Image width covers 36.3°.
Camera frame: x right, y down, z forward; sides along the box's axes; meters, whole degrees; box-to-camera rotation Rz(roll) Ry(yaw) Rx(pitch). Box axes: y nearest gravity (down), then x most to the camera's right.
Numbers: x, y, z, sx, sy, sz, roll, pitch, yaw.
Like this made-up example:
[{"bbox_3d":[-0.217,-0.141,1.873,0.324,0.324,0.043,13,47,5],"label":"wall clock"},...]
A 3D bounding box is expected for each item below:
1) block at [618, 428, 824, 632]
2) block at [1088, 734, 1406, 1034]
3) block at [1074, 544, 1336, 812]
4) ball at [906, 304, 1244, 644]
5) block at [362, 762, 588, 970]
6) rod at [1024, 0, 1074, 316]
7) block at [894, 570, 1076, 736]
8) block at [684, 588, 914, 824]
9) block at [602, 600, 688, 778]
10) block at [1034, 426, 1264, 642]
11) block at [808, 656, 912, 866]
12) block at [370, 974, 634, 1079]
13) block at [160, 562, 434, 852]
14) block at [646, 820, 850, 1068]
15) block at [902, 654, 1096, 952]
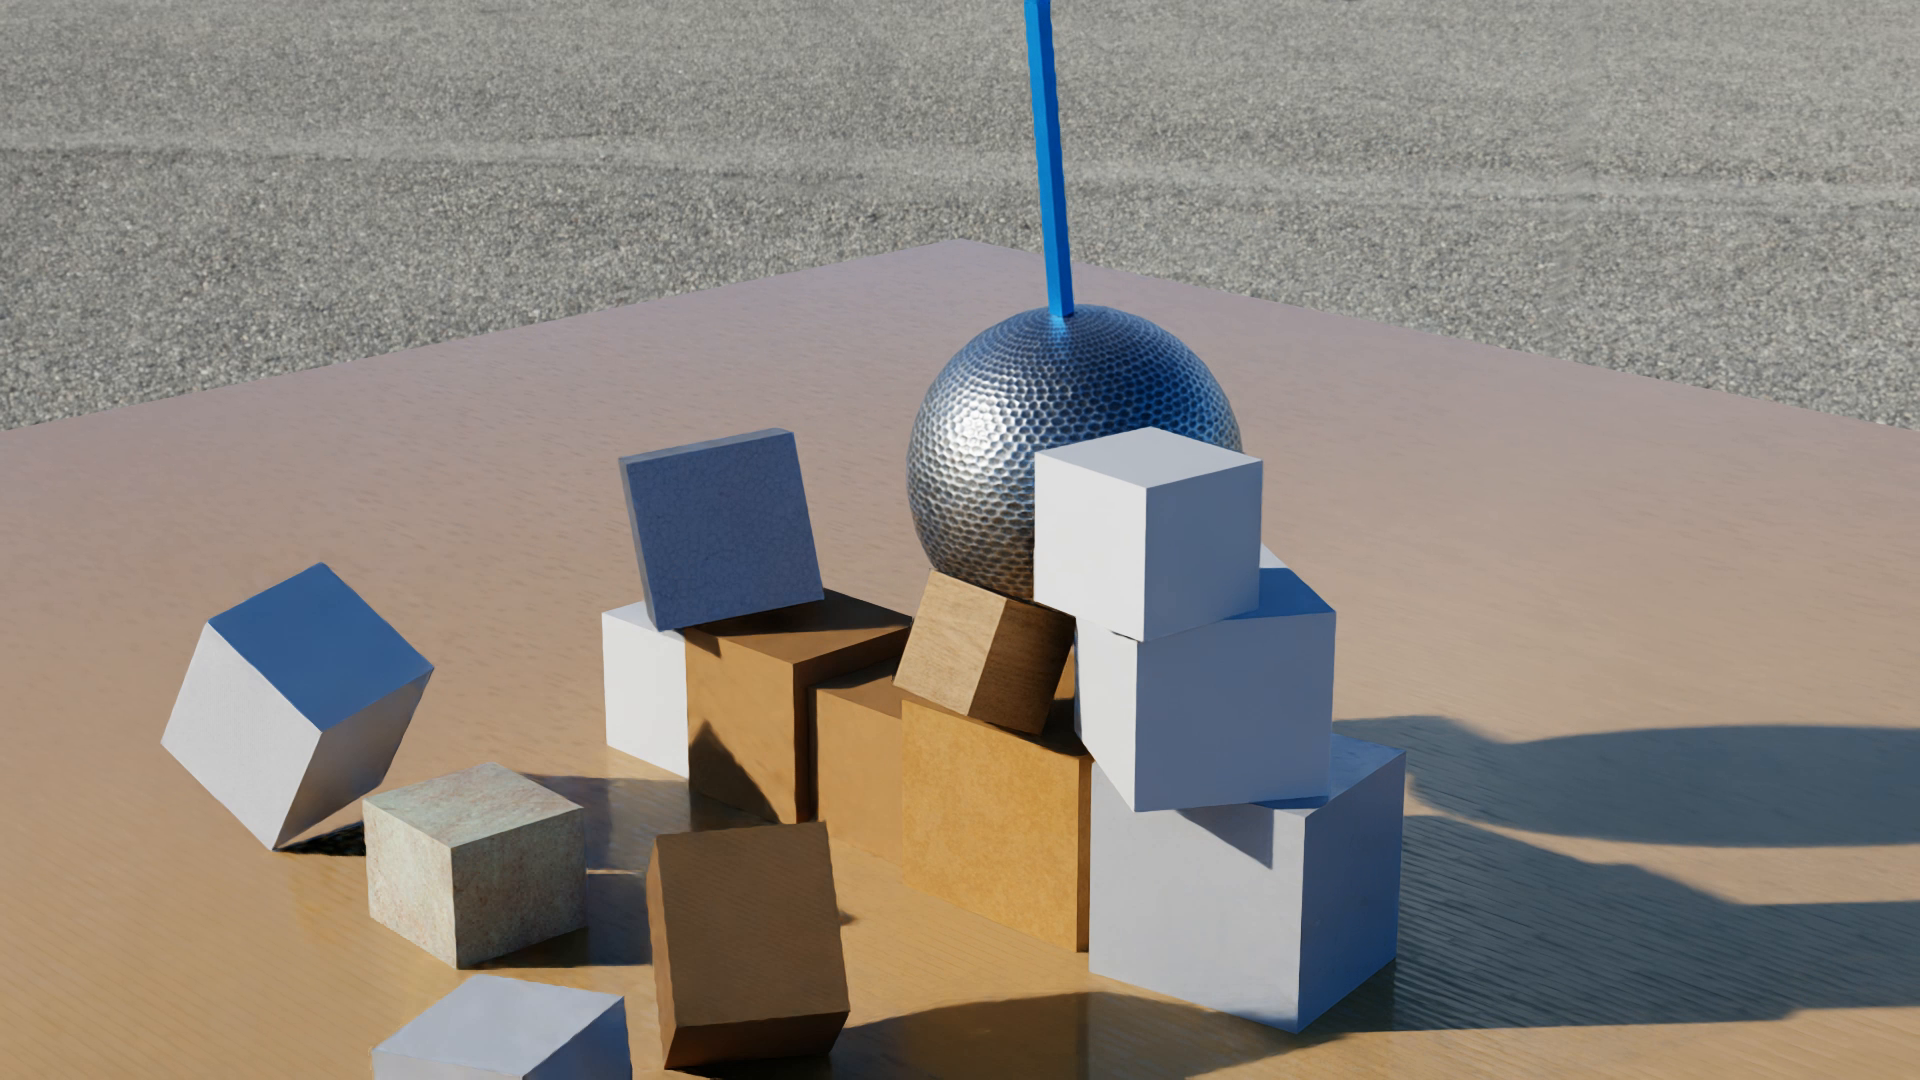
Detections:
[{"bbox_3d":[-1.181,-0.063,14.373,0.813,0.817,0.741,-11,6,-9],"label":"block"},{"bbox_3d":[1.214,1.363,12.419,1.006,0.953,0.882,12,21,33],"label":"block"},{"bbox_3d":[0.992,0.552,12.101,0.821,0.785,0.928,-4,18,-12],"label":"block"},{"bbox_3d":[0.542,-0.310,13.812,1.600,1.600,1.600,0,17,0],"label":"ball"},{"bbox_3d":[-2.130,1.418,12.891,0.672,0.565,0.718,-15,23,-39],"label":"block"},{"bbox_3d":[0.235,-3.435,12.508,0.080,5.200,0.080,17,31,42],"label":"rod"},{"bbox_3d":[0.113,0.486,12.675,0.457,0.526,0.502,18,1,-43],"label":"block"},{"bbox_3d":[-0.750,0.809,14.353,0.867,0.850,0.787,-17,24,-42],"label":"block"},{"bbox_3d":[-1.281,0.706,14.907,0.756,0.715,0.733,-17,24,-42],"label":"block"},{"bbox_3d":[0.742,-0.035,11.627,0.621,0.618,0.649,-14,22,-37],"label":"block"},{"bbox_3d":[-0.181,1.029,13.867,0.758,0.722,0.747,-17,24,-42],"label":"block"},{"bbox_3d":[-1.657,2.042,10.758,0.653,0.596,0.667,4,19,26],"label":"block"},{"bbox_3d":[-3.121,0.779,13.799,0.771,0.879,0.741,41,39,13],"label":"block"},{"bbox_3d":[-0.851,1.601,11.576,0.668,0.764,0.650,-4,-23,-12],"label":"block"},{"bbox_3d":[0.452,1.140,13.212,1.043,0.902,0.970,16,23,41],"label":"block"}]
